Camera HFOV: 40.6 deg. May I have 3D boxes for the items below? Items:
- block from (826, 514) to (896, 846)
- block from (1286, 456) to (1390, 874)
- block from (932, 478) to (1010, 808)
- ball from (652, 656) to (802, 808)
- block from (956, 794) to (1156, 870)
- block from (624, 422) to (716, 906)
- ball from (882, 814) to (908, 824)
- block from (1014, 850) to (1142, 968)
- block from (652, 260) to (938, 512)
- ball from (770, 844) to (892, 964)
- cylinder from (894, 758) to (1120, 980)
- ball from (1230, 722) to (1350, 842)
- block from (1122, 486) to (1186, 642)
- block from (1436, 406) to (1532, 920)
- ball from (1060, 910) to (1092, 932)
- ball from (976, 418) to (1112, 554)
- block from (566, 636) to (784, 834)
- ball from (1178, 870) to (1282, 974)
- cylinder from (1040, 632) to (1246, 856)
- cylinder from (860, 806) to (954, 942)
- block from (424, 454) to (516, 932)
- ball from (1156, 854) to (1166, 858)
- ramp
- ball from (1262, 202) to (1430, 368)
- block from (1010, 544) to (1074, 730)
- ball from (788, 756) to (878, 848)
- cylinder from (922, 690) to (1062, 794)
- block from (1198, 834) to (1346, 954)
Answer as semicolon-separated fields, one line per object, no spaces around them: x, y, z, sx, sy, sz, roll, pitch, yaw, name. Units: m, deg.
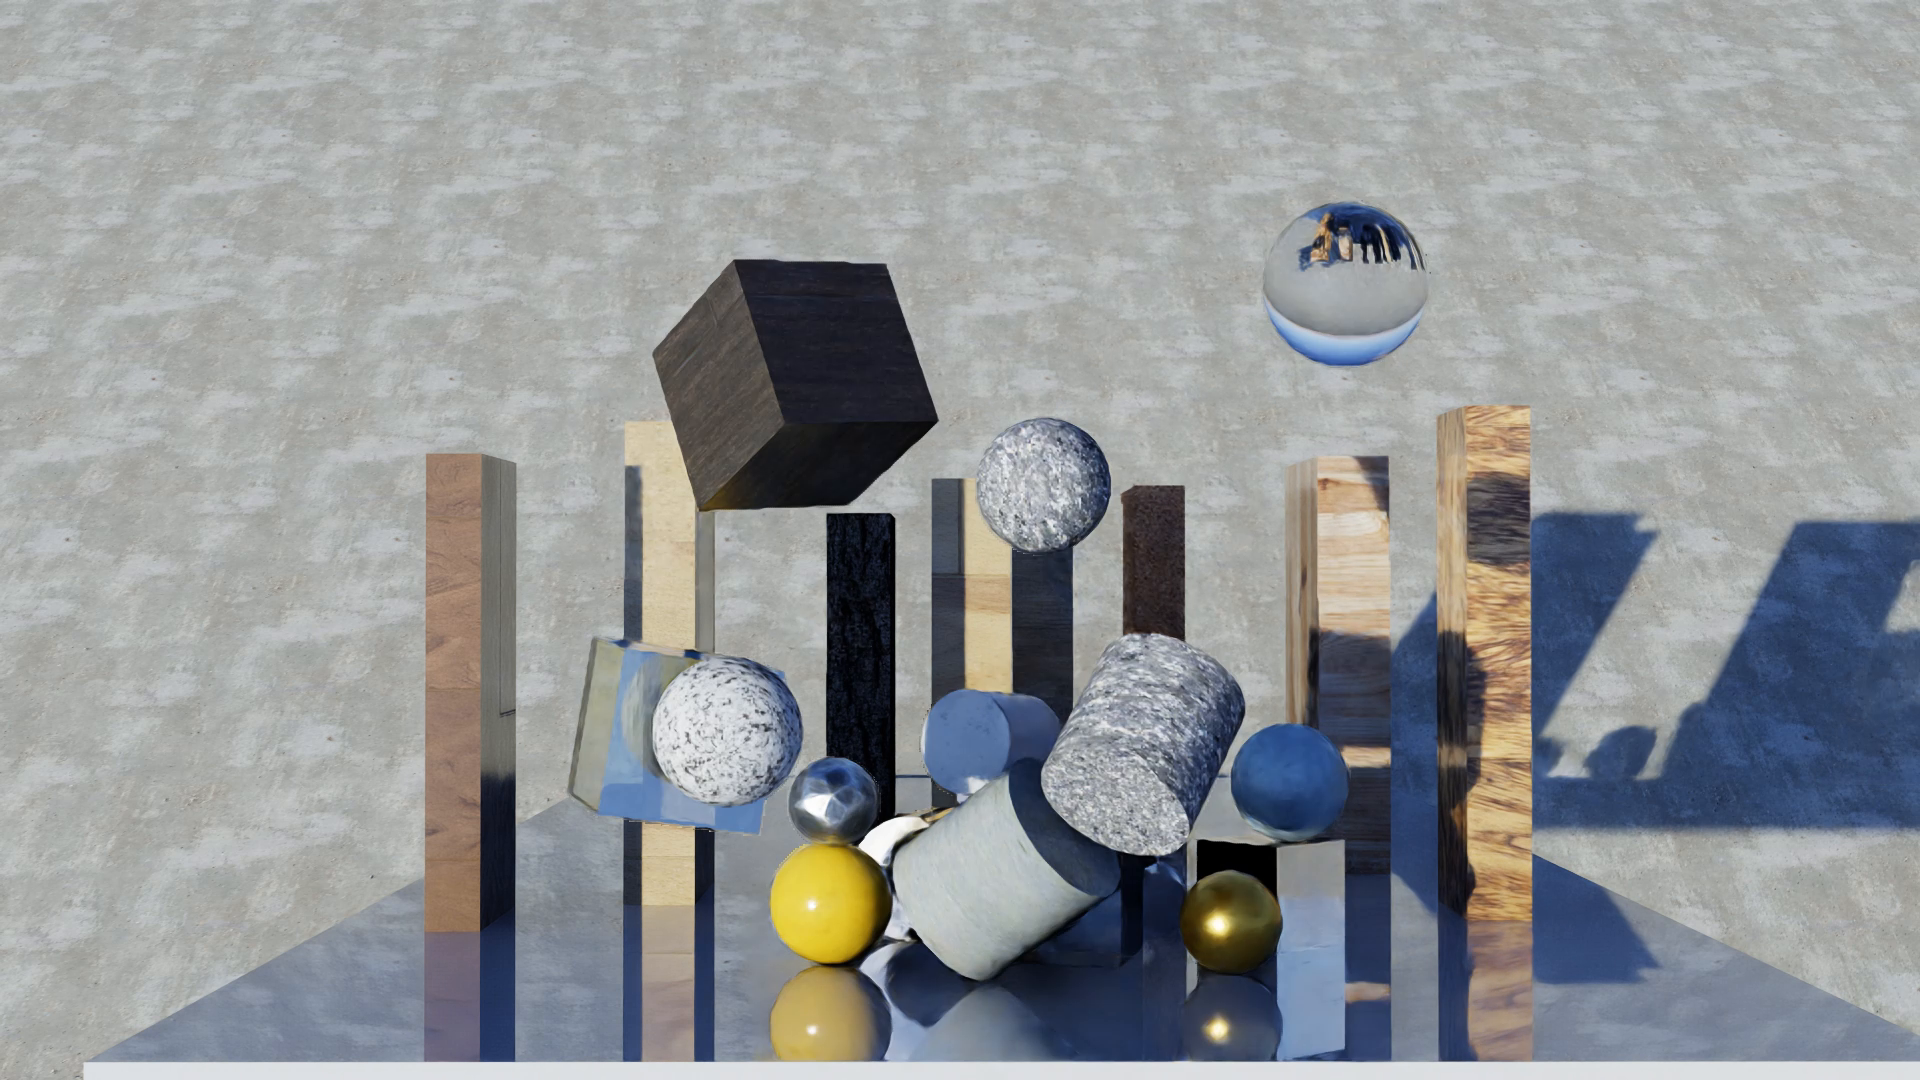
-0.184;0.271;4.893;0.115;0.633;0.416;0;-1;0;block
0.686;0.221;4.738;0.126;0.728;0.448;0;-1;0;block
0.020;0.239;4.899;0.144;0.698;0.304;0;-1;0;block
-0.251;0.207;2.800;0.163;0.163;0.163;0;33;0;ball
0.149;0.445;4.059;0.195;0.195;0.195;-19;7;-40;block
-0.474;0.196;4.255;0.112;0.762;0.337;0;-1;0;block
-0.091;0.523;4.422;0.114;0.114;0.114;0;33;0;ball
0.136;0.466;3.532;0.197;0.197;0.197;0;-1;13;block
-0.187;-0.172;2.903;0.202;0.202;0.202;-3;65;-37;block
-0.171;0.482;3.452;0.164;0.164;0.164;0;33;0;ball
0.059;0.417;3.283;0.203;0.203;0.203;-39;27;24;cylinder
0.460;0.338;3.623;0.165;0.165;0.165;0;33;0;ball
0.428;0.245;5.762;0.109;0.714;0.427;0;-1;0;block
0.810;0.186;4.019;0.096;0.774;0.242;0;-1;0;block
0.126;0.490;3.747;0.157;0.157;0.157;0;33;0;ball
0.090;-0.059;2.791;0.146;0.146;0.146;0;33;0;ball
-0.326;0.220;2.958;0.184;0.184;0.184;9;-1;-19;block
0.351;0.495;3.362;0.134;0.134;0.134;0;33;0;ball
0.228;0.253;3.210;0.195;0.195;0.195;14;51;21;cylinder
-0.046;0.481;3.752;0.175;0.175;0.175;11;2;17;cylinder
-0.739;0.224;3.929;0.081;0.696;0.301;0;-1;0;block
0.345;0.512;4.766;0.147;0.147;0.147;0;33;0;ball
0.072;0.635;4.741;2.000;0.100;4.000;0;-1;0;ramp
0.426;-0.283;2.868;0.183;0.183;0.183;0;33;0;ball
0.167;0.235;5.415;0.123;0.723;0.329;0;-1;0;block
-0.167;0.345;3.417;0.119;0.119;0.119;0;33;0;ball
0.047;0.287;3.659;0.146;0.146;0.146;24;7;32;cylinder
0.437;0.494;3.642;0.146;0.146;0.146;1;-1;-43;block
